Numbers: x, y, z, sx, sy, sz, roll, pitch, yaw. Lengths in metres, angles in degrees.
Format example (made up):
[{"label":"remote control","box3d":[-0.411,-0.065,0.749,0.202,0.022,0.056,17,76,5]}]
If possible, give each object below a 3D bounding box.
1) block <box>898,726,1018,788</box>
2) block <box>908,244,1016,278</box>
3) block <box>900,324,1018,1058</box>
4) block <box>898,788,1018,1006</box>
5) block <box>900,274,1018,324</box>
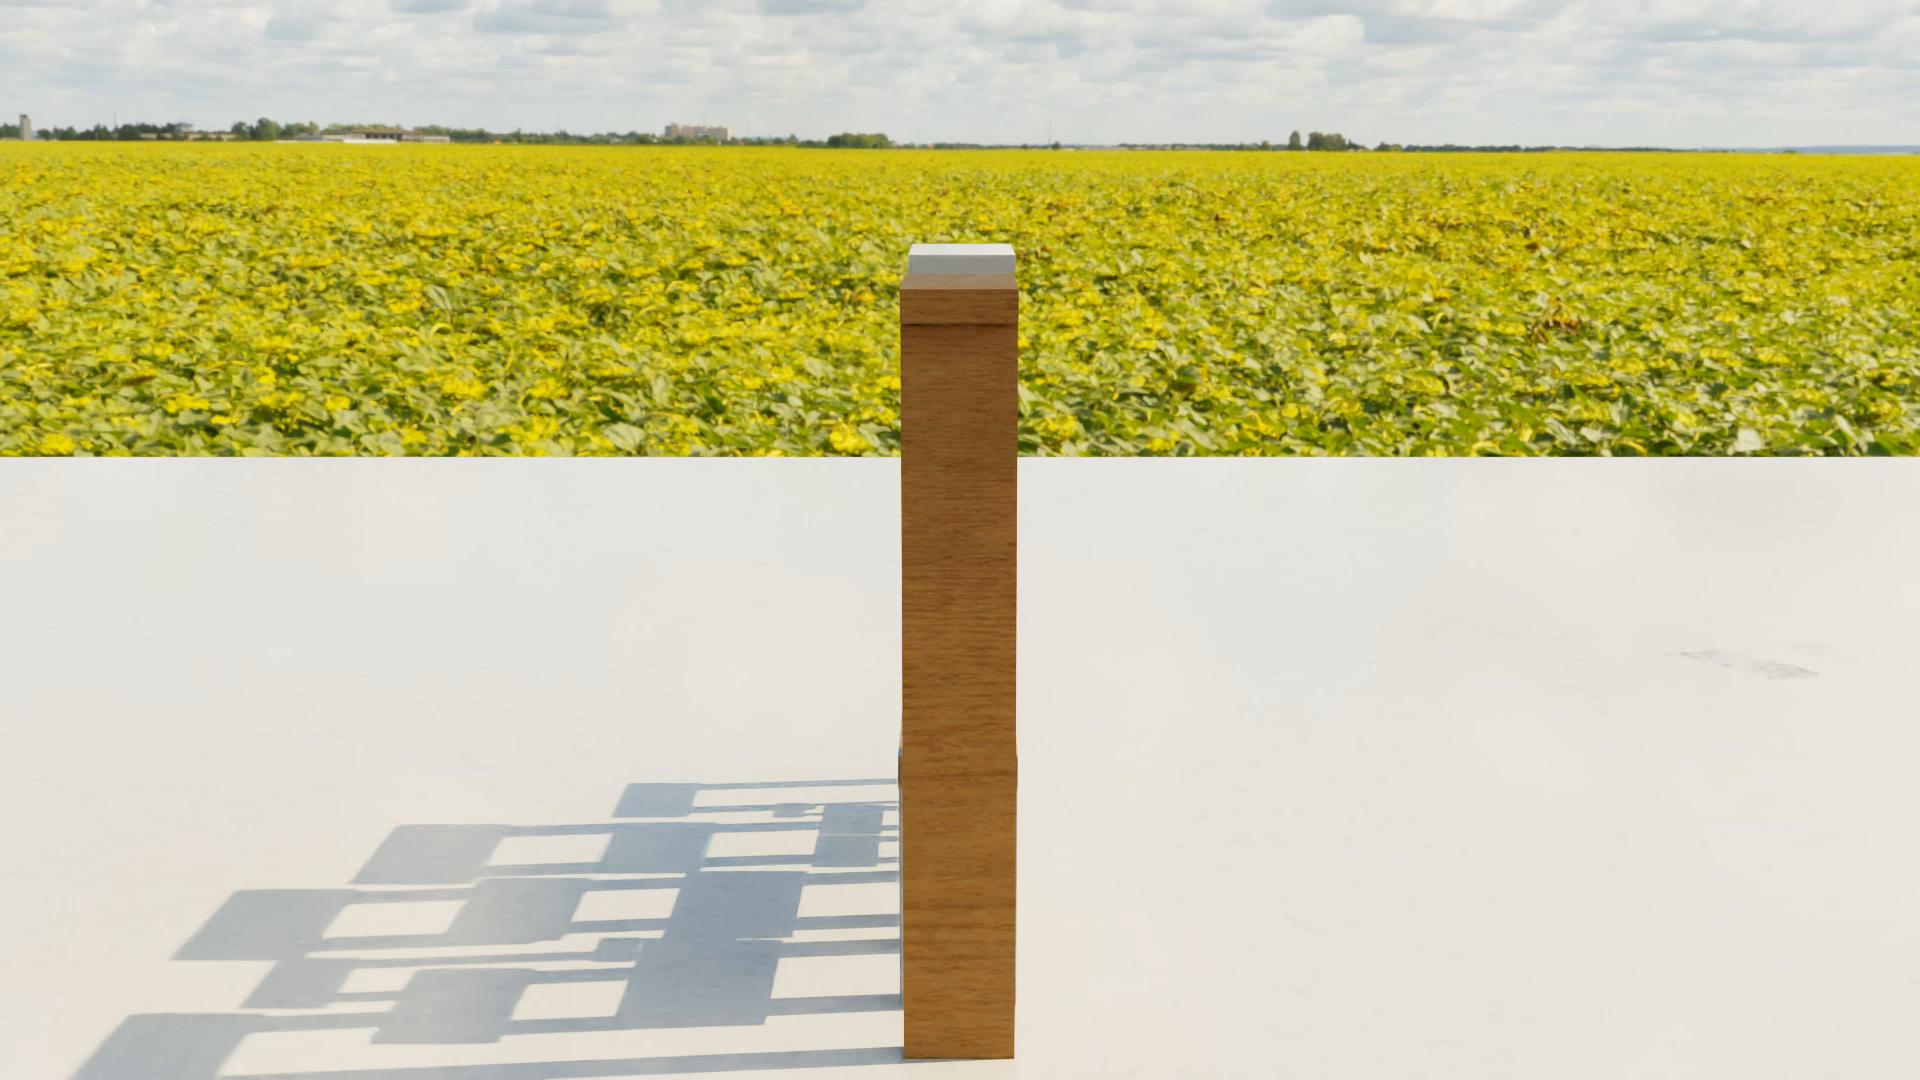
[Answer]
[{"label":"block","box3d":[-0.003,0.296,3.266,0.169,0.048,0.338,0,11,0]},{"label":"block","box3d":[0.003,-0.434,3.457,0.161,0.046,0.321,0,11,0]},{"label":"block","box3d":[-0.001,0.211,2.944,0.152,1.010,0.043,0,11,0]},{"label":"block","box3d":[-0.003,0.507,3.191,0.169,0.338,0.048,0,11,0]},{"label":"block","box3d":[-0.001,-0.325,2.947,0.152,0.043,0.303,0,11,0]}]
